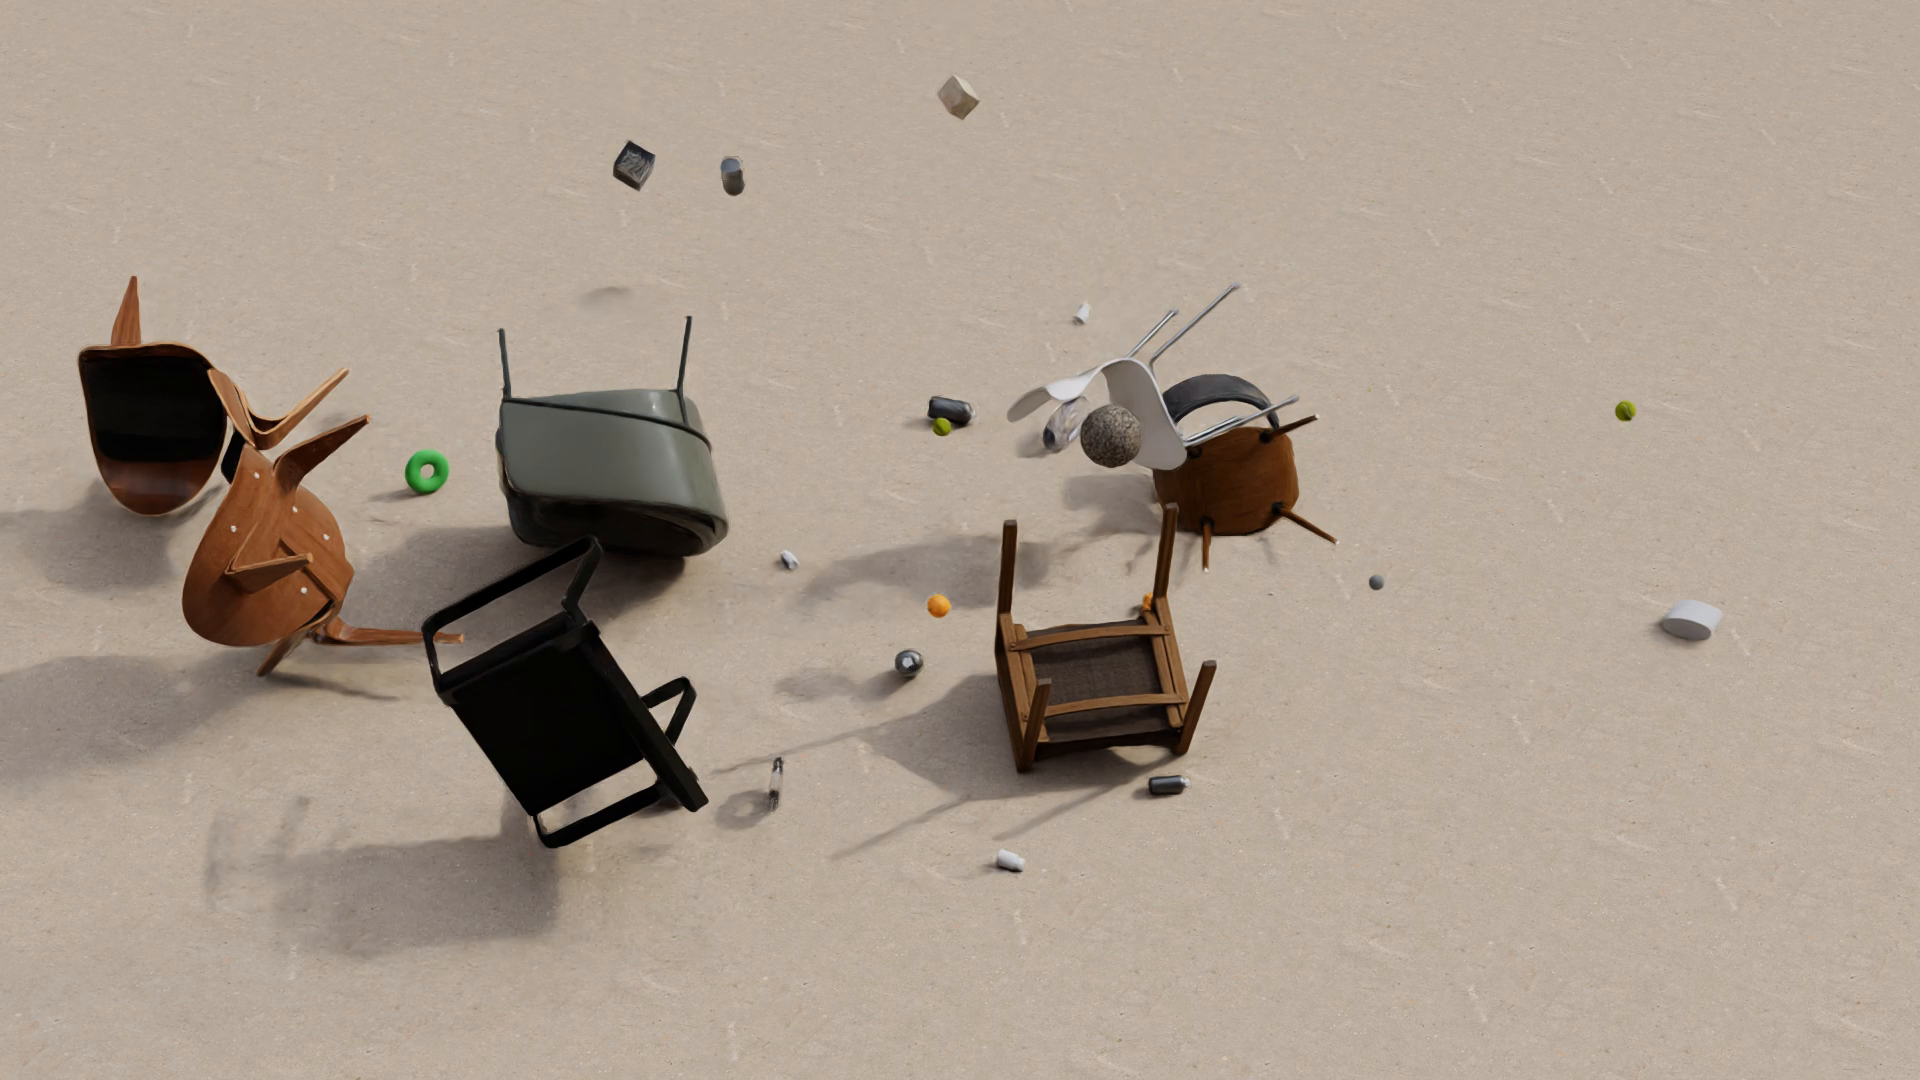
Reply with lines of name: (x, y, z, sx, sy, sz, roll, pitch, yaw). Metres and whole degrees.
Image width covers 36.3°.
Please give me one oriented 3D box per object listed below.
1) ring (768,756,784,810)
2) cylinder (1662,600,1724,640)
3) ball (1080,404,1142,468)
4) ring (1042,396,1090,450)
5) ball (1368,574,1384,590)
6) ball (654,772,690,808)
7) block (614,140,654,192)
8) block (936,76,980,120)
ring: (-0.602, 0.796, 9.582, 0.039, 0.173, 0.206, 8, 26, -2)
cylinder: (2.609, 0.285, 10.436, 0.183, 0.081, 0.131, 13, 35, 29)
ball: (0.514, -0.353, 9.945, 0.214, 0.214, 0.214, 0, 33, 0)
ring: (0.418, -0.459, 11.510, 0.074, 0.139, 0.308, -4, 35, 43)
ball: (1.479, 0.149, 10.410, 0.055, 0.055, 0.055, 0, 33, 0)
ball: (-0.943, 0.817, 9.595, 0.120, 0.120, 0.120, 0, 33, 0)
block: (-1.265, -1.451, 11.382, 0.117, 0.143, 0.111, 30, 74, 0)
block: (-0.007, -1.864, 12.352, 0.092, 0.113, 0.130, 19, 32, -48)
